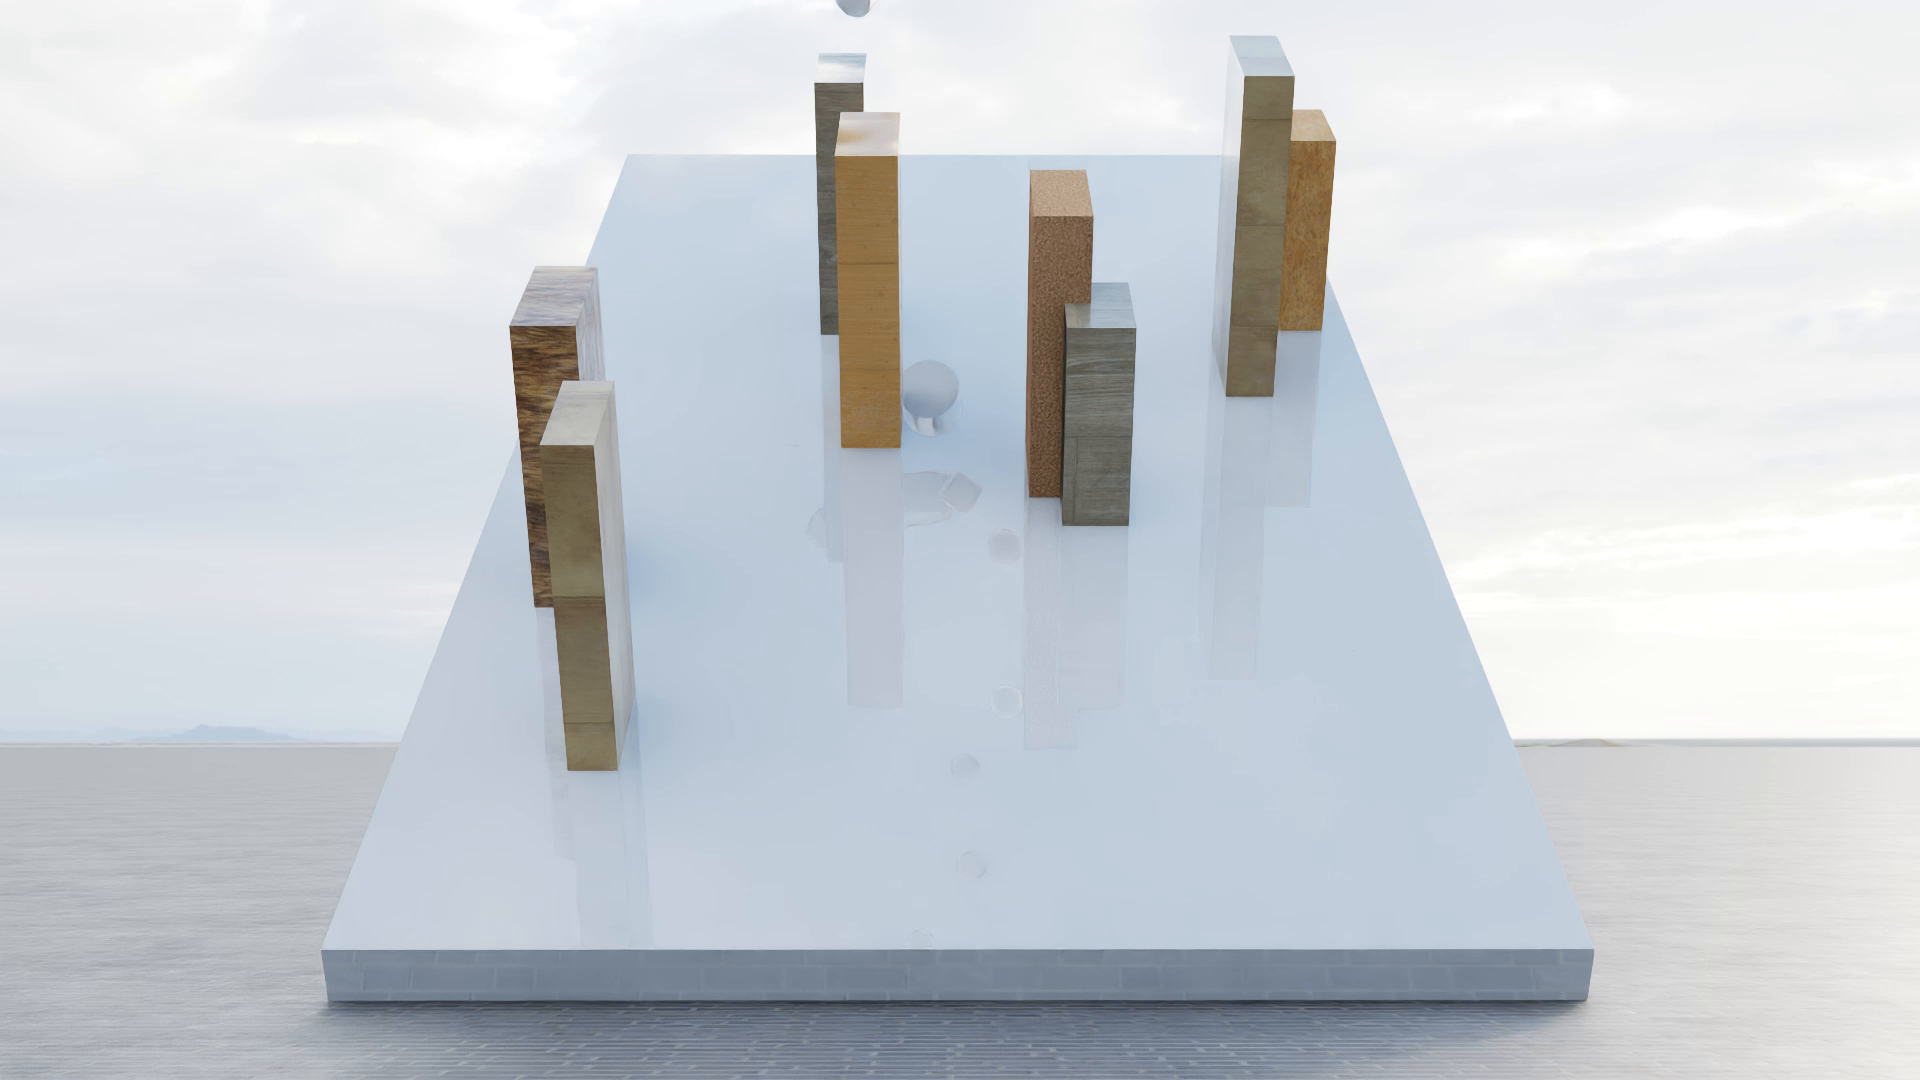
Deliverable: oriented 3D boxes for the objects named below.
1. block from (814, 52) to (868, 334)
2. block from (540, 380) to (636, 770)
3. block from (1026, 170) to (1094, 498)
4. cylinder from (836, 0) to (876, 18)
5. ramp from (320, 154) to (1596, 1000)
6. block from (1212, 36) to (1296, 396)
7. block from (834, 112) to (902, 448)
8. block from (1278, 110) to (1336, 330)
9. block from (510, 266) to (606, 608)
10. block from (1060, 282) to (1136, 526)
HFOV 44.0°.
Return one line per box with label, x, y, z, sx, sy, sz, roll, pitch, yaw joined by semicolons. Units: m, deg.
block;-0.292;-0.866;5.951;0.119;0.650;0.259;0;27;0
block;-0.646;0.065;4.155;0.089;0.631;0.266;0;27;0
block;0.212;-0.446;5.144;0.122;0.642;0.300;0;27;0
cylinder;-0.299;-1.651;7.119;0.118;0.118;0.118;15;-40;13
ramp;-0.011;-0.226;5.526;2.000;0.100;4.000;0;27;0
block;0.689;-0.765;5.618;0.114;0.779;0.339;0;27;0
block;-0.202;-0.587;5.365;0.134;0.688;0.315;0;27;0
block;0.847;-0.811;6.018;0.141;0.498;0.261;0;27;0
block;-0.783;-0.206;4.715;0.124;0.601;0.317;0;27;0
block;0.288;-0.290;5.049;0.141;0.451;0.259;0;27;0
